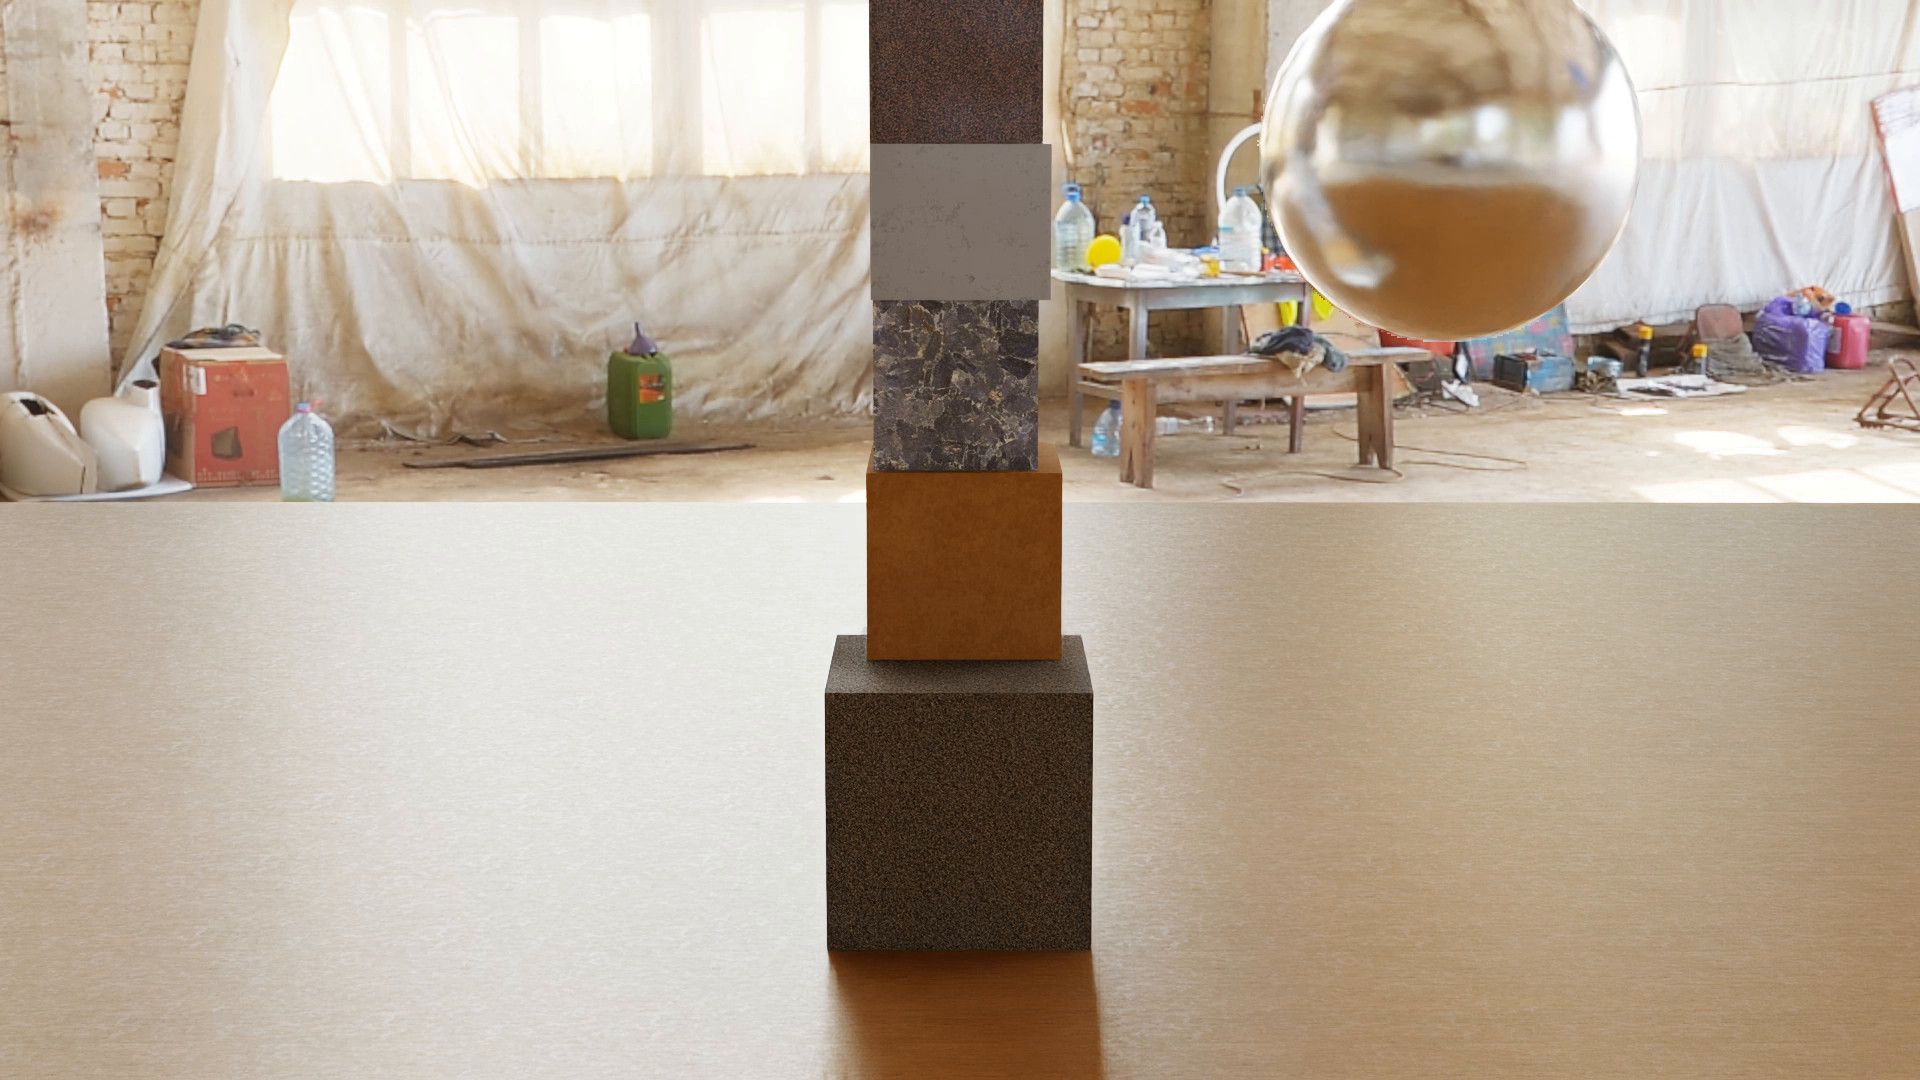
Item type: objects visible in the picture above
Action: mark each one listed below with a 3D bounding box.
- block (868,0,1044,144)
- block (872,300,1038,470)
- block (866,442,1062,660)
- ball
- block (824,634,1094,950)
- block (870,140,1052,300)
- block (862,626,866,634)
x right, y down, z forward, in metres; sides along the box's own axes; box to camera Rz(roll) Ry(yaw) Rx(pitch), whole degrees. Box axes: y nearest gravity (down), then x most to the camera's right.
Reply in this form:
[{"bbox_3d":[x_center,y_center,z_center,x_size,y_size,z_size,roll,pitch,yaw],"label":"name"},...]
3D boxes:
[{"bbox_3d":[-0.016,-2.078,10.803,0.714,0.791,0.642,0,10,0],"label":"block"},{"bbox_3d":[-0.018,-0.710,11.051,0.687,0.713,0.744,0,10,0],"label":"block"},{"bbox_3d":[0.018,0.031,11.186,0.818,0.794,0.917,0,10,0],"label":"block"},{"bbox_3d":[2.074,-1.645,10.881,1.600,1.600,1.600,0,10,0],"label":"ball"},{"bbox_3d":[-0.004,1.040,10.850,1.074,1.071,1.083,0,10,0],"label":"block"},{"bbox_3d":[0.003,-1.375,10.930,0.745,0.638,0.770,0,10,0],"label":"block"},{"bbox_3d":[-0.018,0.943,11.907,0.895,0.885,1.012,0,10,0],"label":"block"}]
